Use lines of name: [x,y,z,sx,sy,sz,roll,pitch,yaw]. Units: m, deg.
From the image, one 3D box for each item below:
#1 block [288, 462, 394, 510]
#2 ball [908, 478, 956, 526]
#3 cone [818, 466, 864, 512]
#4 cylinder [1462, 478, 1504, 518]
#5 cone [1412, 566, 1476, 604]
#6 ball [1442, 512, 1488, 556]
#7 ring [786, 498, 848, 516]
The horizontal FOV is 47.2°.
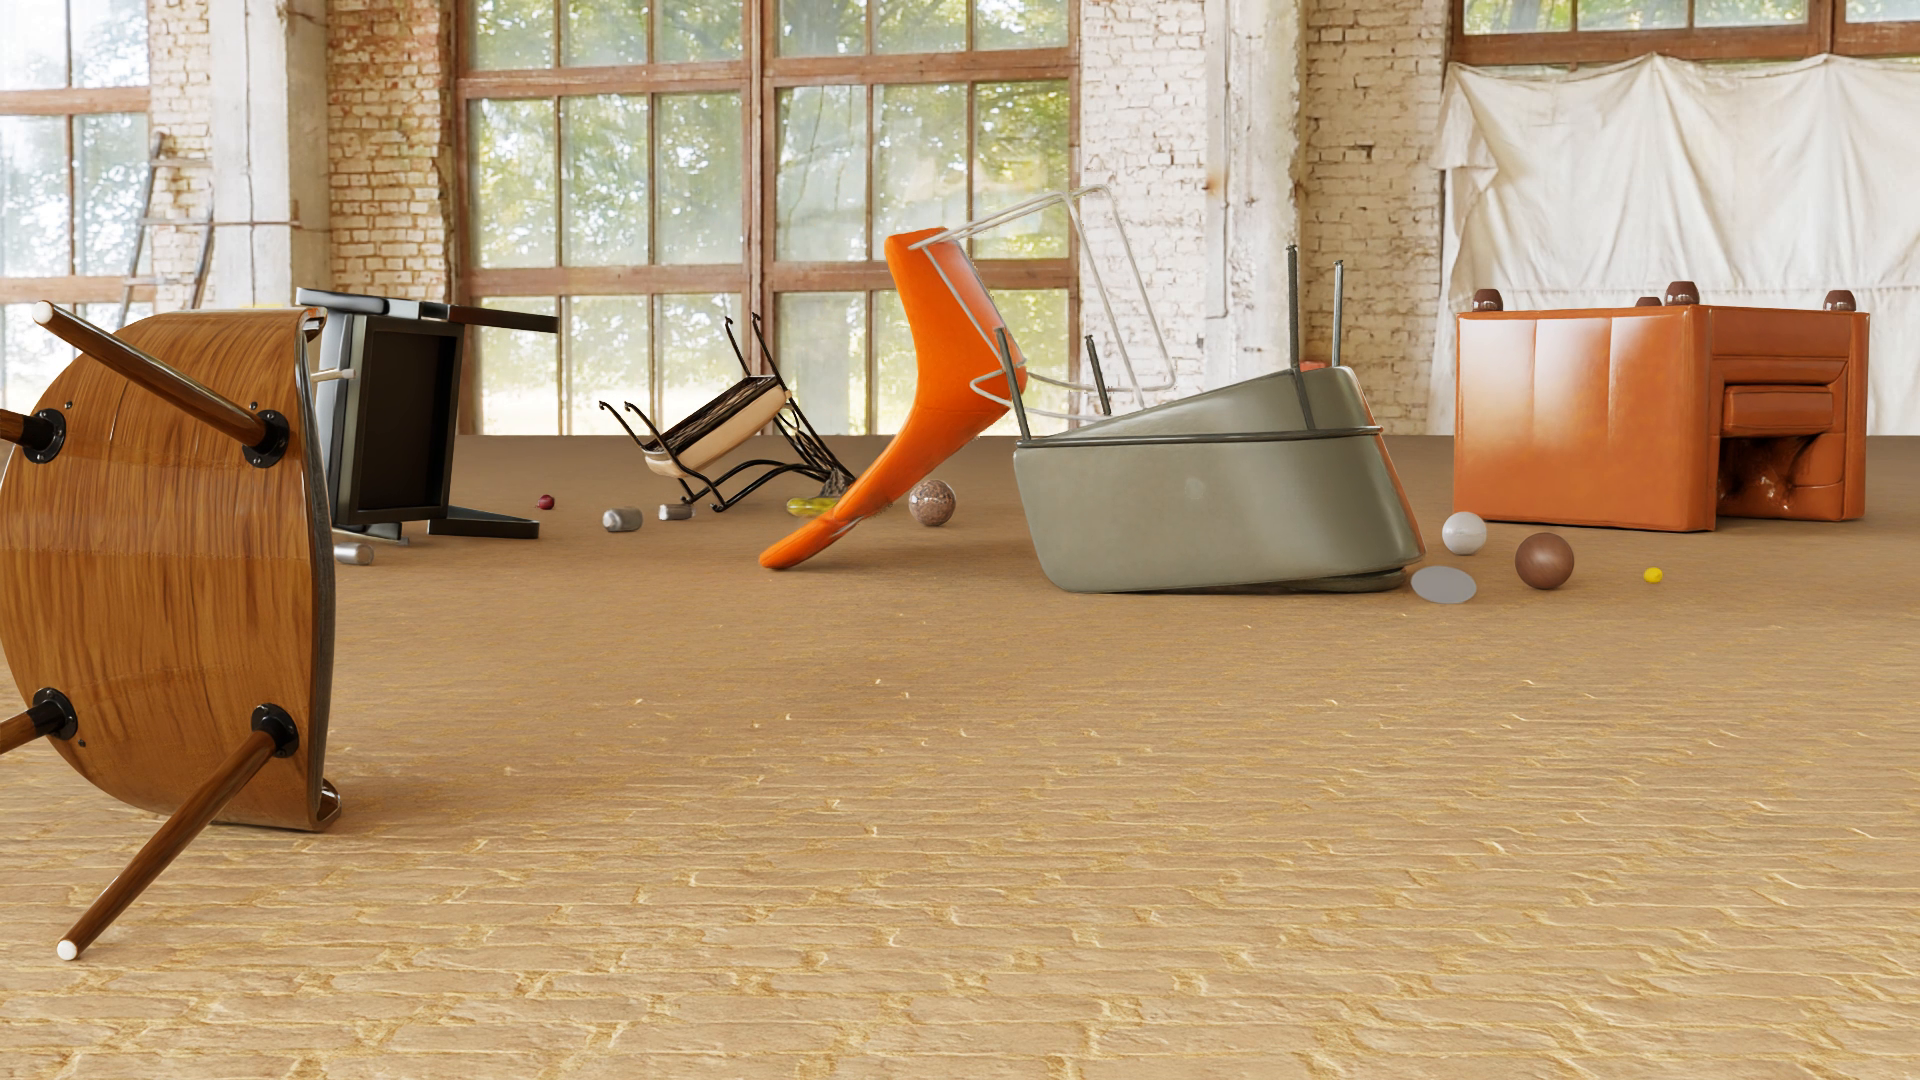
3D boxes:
block: [-2.352,-0.206,8.367,0.289,0.162,0.261,2,5,31]
ball: [-0.090,-0.122,7.187,0.157,0.157,0.157,0,4,0]
cone: [-0.455,-0.192,8.090,0.215,0.171,0.133,2,4,23]
cylinder: [1.818,-0.145,7.652,0.090,0.153,0.084,-3,36,-39]
cone: [1.023,0.111,4.649,0.135,0.085,0.086,9,-21,17]
ball: [1.362,-0.018,5.934,0.119,0.119,0.119,0,4,0]
ring: [-0.509,-0.118,7.819,0.216,0.062,0.261,1,3,5]
